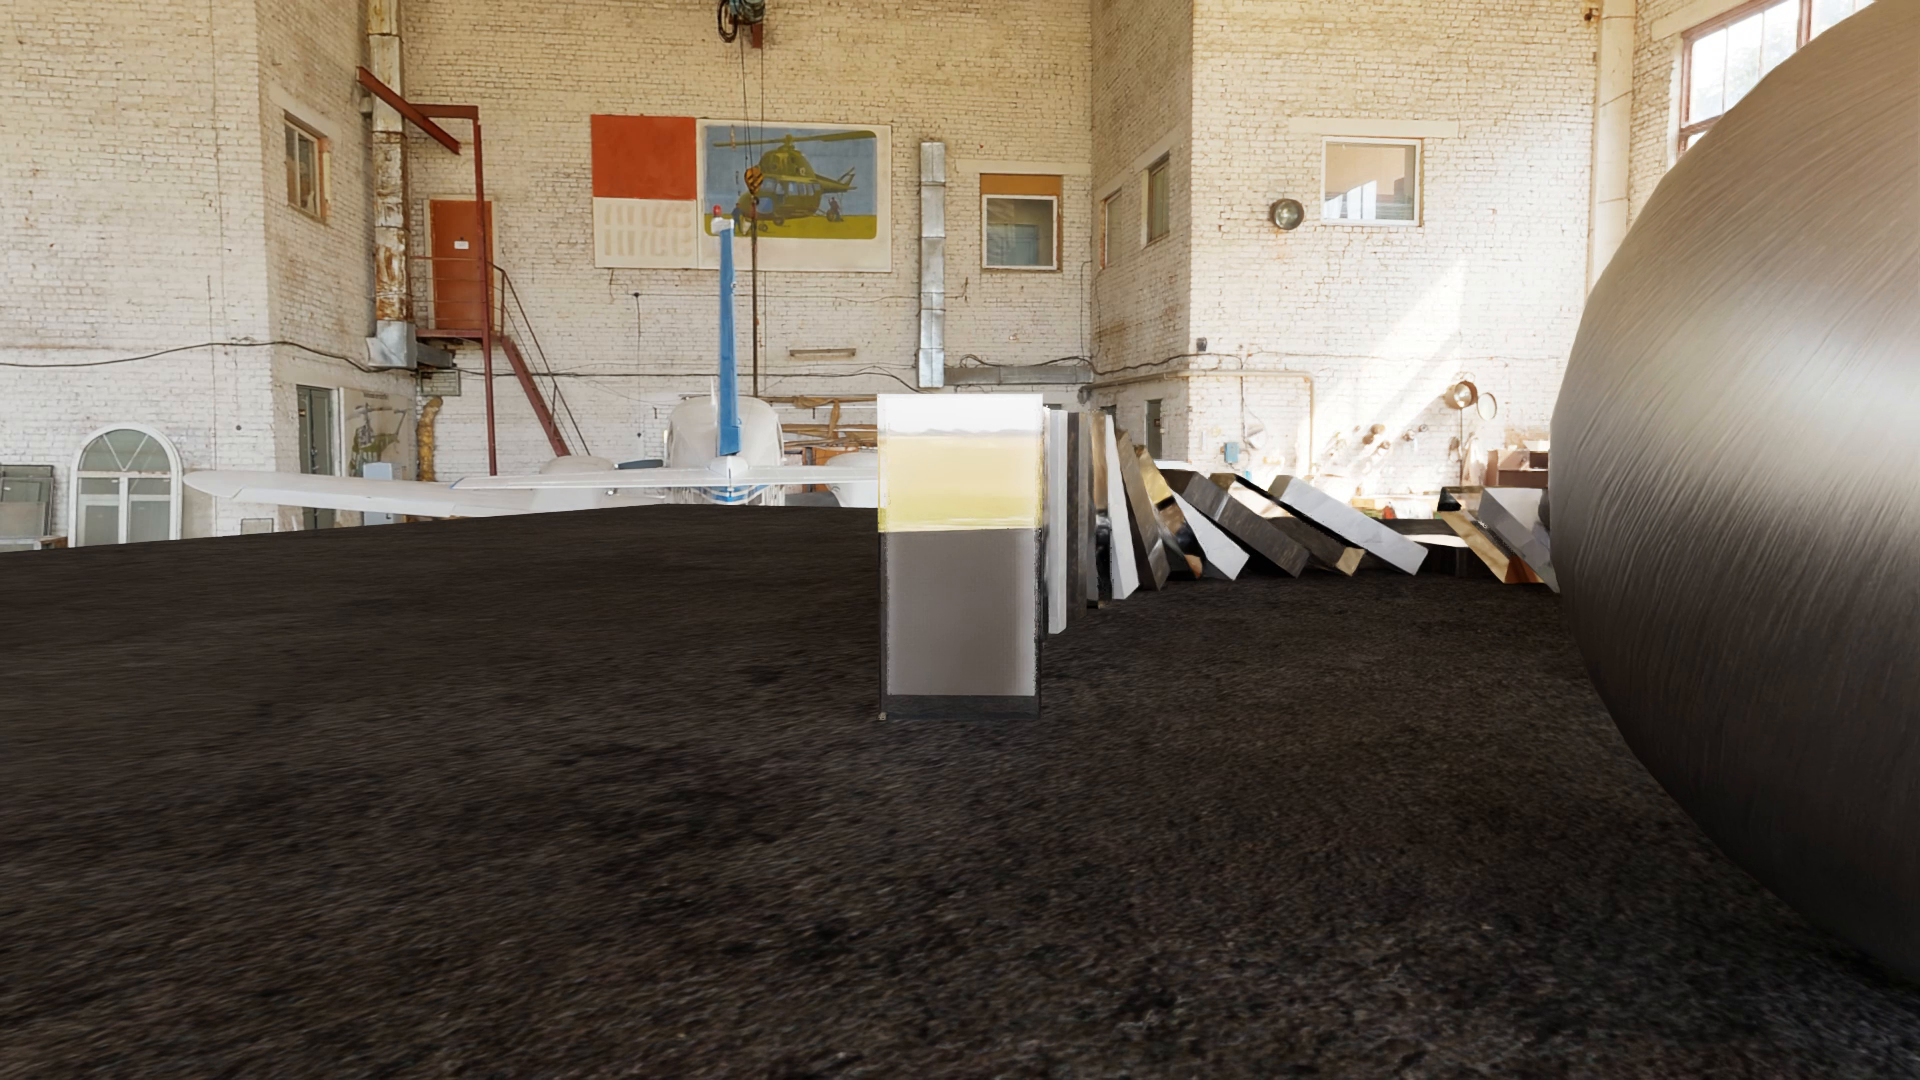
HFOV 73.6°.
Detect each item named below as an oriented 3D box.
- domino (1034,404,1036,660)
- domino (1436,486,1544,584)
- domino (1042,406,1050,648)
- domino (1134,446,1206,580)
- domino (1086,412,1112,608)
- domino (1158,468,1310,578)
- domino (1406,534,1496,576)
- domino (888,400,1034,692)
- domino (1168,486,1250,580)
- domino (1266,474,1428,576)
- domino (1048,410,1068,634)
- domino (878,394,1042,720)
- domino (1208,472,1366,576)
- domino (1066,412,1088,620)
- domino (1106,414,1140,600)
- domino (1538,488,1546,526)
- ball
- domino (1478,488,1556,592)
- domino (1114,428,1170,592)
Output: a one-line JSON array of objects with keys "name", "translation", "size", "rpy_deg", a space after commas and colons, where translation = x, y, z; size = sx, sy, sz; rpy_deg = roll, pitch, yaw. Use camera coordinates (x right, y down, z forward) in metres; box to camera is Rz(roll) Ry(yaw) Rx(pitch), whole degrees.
[{"name": "domino", "translation": [0.002, -0.001, 0.248], "size": [0.025, 0.050, 0.009], "rpy_deg": [0, 4, 6]}, {"name": "domino", "translation": [0.177, -0.003, 0.413], "size": [0.025, 0.010, 0.050], "rpy_deg": [0, 27, -5]}, {"name": "domino", "translation": [0.006, -0.003, 0.271], "size": [0.025, 0.050, 0.009], "rpy_deg": [1, 4, 12]}, {"name": "domino", "translation": [0.052, -0.007, 0.383], "size": [0.025, 0.010, 0.050], "rpy_deg": [0, -40, 37]}, {"name": "domino", "translation": [0.026, -0.008, 0.336], "size": [0.025, 0.050, 0.010], "rpy_deg": [2, 11, 28]}, {"name": "domino", "translation": [0.085, -0.005, 0.410], "size": [0.050, 0.010, 0.025], "rpy_deg": [32, -8, -20]}, {"name": "domino", "translation": [0.167, 0.005, 0.440], "size": [0.025, 0.010, 0.050], "rpy_deg": [-1, 4, -11]}, {"name": "domino", "translation": [0.000, 0.001, 0.224], "size": [0.025, 0.050, 0.010], "rpy_deg": [0, 4, 2]}, {"name": "domino", "translation": [0.065, -0.006, 0.403], "size": [0.050, 0.009, 0.025], "rpy_deg": [38, -9, -19]}, {"name": "domino", "translation": [0.127, -0.006, 0.426], "size": [0.050, 0.010, 0.025], "rpy_deg": [29, 4, -1]}, {"name": "domino", "translation": [0.011, -0.004, 0.294], "size": [0.025, 0.050, 0.010], "rpy_deg": [1, 4, 15]}, {"name": "domino", "translation": [0.000, 0.002, 0.201], "size": [0.025, 0.050, 0.009], "rpy_deg": [0, 4, 0]}, {"name": "domino", "translation": [0.105, -0.006, 0.422], "size": [0.050, 0.010, 0.025], "rpy_deg": [29, 0, -9]}, {"name": "domino", "translation": [0.018, -0.006, 0.316], "size": [0.025, 0.050, 0.009], "rpy_deg": [1, 5, 19]}, {"name": "domino", "translation": [0.032, -0.009, 0.352], "size": [0.025, 0.050, 0.009], "rpy_deg": [3, 26, 34]}, {"name": "domino", "translation": [0.186, 0.000, 0.365], "size": [0.025, 0.009, 0.050], "rpy_deg": [0, 29, 4]}, {"name": "ball", "translation": [0.086, -0.004, 0.092], "size": [0.080, 0.080, 0.080], "rpy_deg": [0, 4, 0]}, {"name": "domino", "translation": [0.181, -0.001, 0.389], "size": [0.025, 0.009, 0.050], "rpy_deg": [0, 28, -6]}, {"name": "domino", "translation": [0.041, -0.008, 0.367], "size": [0.025, 0.050, 0.009], "rpy_deg": [3, 40, 34]}]
